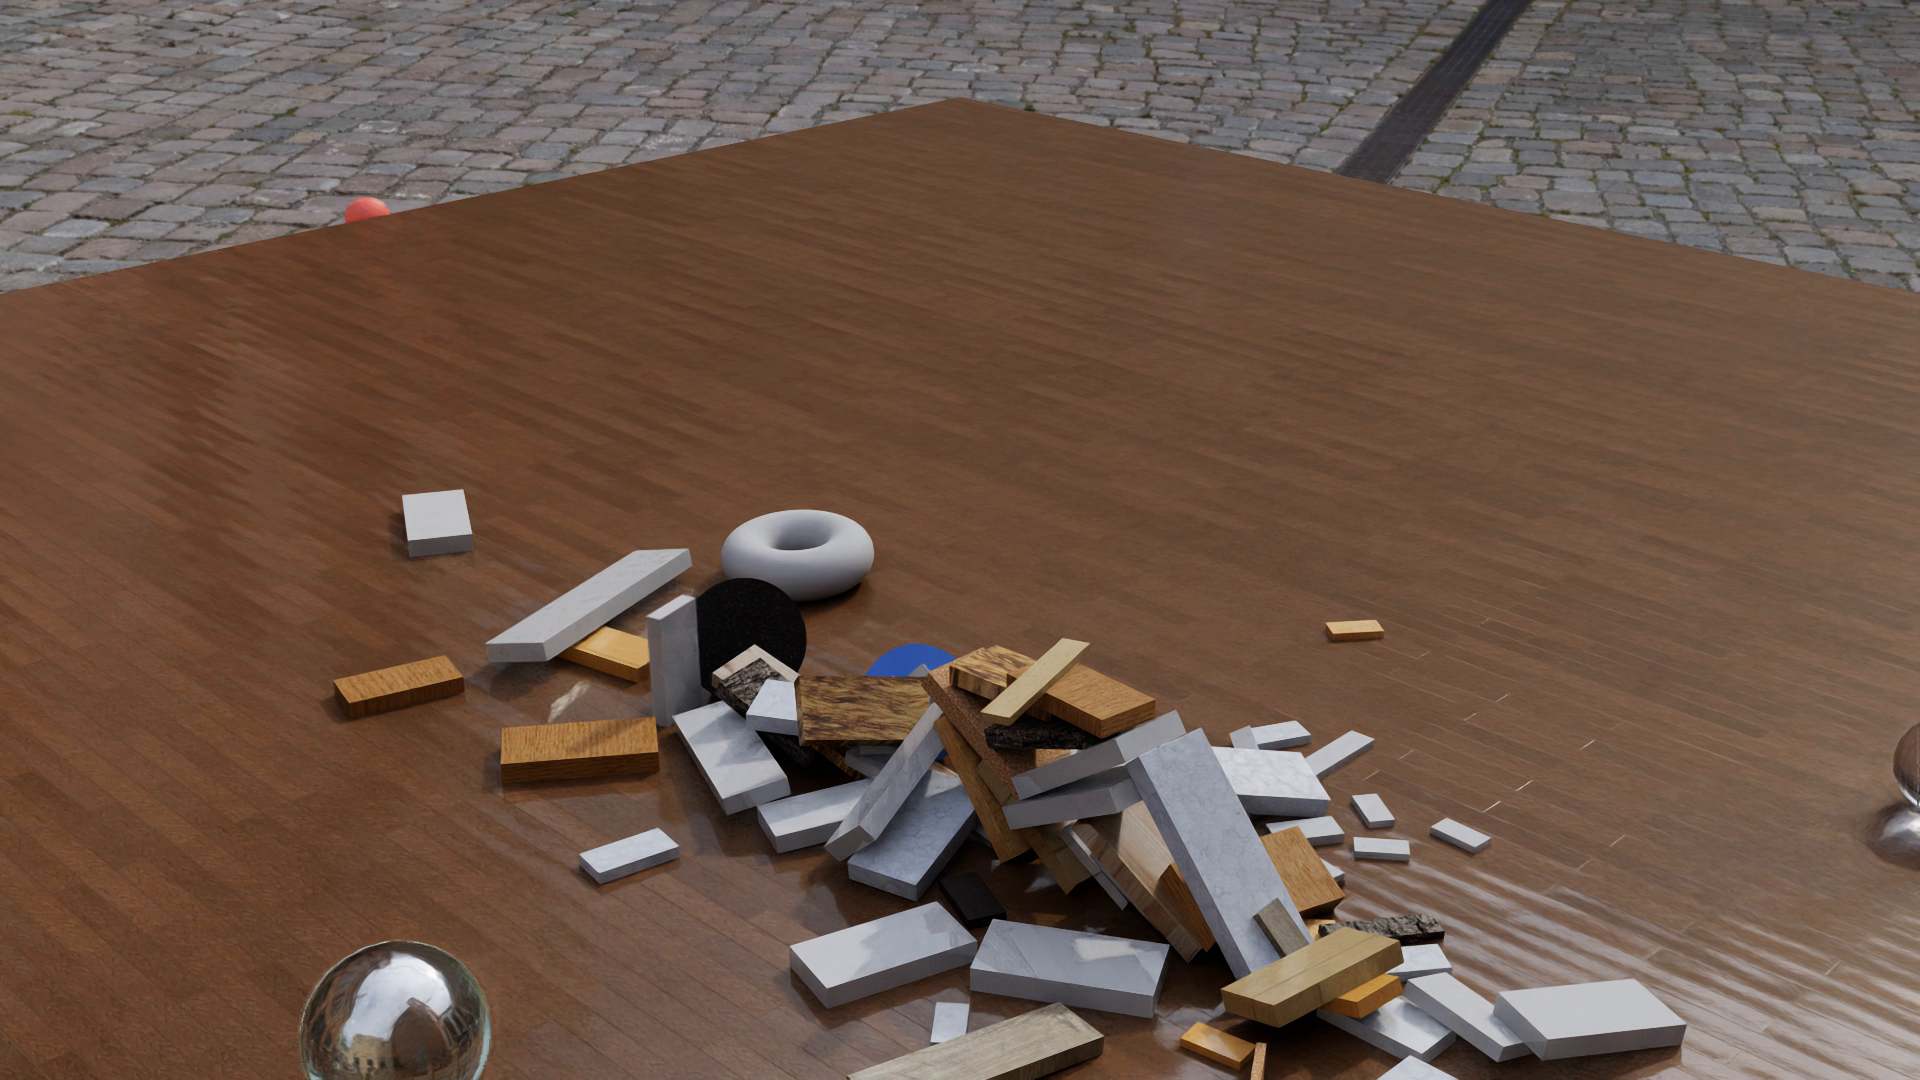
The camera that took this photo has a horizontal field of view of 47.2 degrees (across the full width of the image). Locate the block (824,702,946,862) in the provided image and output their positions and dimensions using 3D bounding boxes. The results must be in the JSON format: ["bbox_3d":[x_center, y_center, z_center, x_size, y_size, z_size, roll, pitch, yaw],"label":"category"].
[{"bbox_3d":[-0.109,0.452,4.329,0.151,0.043,0.417,-38,11,51],"label":"block"}]

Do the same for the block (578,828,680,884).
[{"bbox_3d":[-0.643,0.614,4.282,0.173,0.024,0.086,-15,27,-32],"label":"block"}]

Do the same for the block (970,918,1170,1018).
[{"bbox_3d":[0.196,0.760,3.911,0.327,0.046,0.163,6,24,14],"label":"block"}]

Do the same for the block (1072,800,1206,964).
[{"bbox_3d":[0.373,0.610,4.056,0.163,0.046,0.327,-23,63,-42],"label":"block"}]

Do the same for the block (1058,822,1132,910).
[{"bbox_3d":[0.285,0.607,4.181,0.095,0.027,0.191,-21,60,-40],"label":"block"}]

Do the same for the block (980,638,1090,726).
[{"bbox_3d":[0.143,0.260,4.081,0.058,0.016,0.362,9,23,25],"label":"block"}]

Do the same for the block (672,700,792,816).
[{"bbox_3d":[-0.481,0.447,4.594,0.137,0.039,0.437,-17,23,-15],"label":"block"}]

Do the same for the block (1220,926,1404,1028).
[{"bbox_3d":[0.608,0.750,3.787,0.288,0.041,0.144,-19,10,-29],"label":"block"}]

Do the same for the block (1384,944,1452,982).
[{"bbox_3d":[0.795,0.760,3.942,0.152,0.022,0.076,-3,23,-8],"label":"block"}]

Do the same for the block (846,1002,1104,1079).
[{"bbox_3d":[0.029,0.866,3.630,0.438,0.035,0.123,-11,25,-35],"label":"block"}]

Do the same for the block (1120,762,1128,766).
[{"bbox_3d":[0.235,0.455,4.499,0.325,0.046,0.162,7,24,13],"label":"block"}]

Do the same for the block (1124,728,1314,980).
[{"bbox_3d":[0.469,0.570,3.933,0.162,0.453,0.046,-19,-13,-37],"label":"block"}]

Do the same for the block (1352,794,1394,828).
[{"bbox_3d":[0.836,0.548,4.450,0.053,0.015,0.106,-4,23,-9],"label":"block"}]

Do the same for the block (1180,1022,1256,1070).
[{"bbox_3d":[0.437,0.856,3.722,0.115,0.016,0.058,16,28,33],"label":"block"}]

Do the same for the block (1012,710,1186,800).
[{"bbox_3d":[0.253,0.399,4.067,0.162,0.046,0.323,-20,-5,-39],"label":"block"}]

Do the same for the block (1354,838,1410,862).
[{"bbox_3d":[0.826,0.606,4.313,0.106,0.015,0.053,3,23,7],"label":"block"}]

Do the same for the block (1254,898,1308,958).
[{"bbox_3d":[0.574,0.698,3.890,0.059,0.118,0.017,-30,-6,-38],"label":"block"}]

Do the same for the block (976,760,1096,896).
[{"bbox_3d":[0.179,0.526,4.255,0.152,0.043,0.304,-21,65,-40],"label":"block"}]

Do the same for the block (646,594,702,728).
[{"bbox_3d":[-0.624,0.264,4.807,0.037,0.258,0.129,12,26,27],"label":"block"}]

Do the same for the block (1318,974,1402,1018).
[{"bbox_3d":[0.648,0.775,3.803,0.107,0.030,0.213,-20,11,-34],"label":"block"}]

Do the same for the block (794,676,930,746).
[{"bbox_3d":[-0.196,0.348,4.477,0.274,0.039,0.137,2,66,-21],"label":"block"}]

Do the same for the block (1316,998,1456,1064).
[{"bbox_3d":[0.731,0.826,3.775,0.213,0.030,0.107,21,31,40],"label":"block"}]

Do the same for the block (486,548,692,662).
[{"bbox_3d":[-0.879,0.151,5.276,0.162,0.046,0.647,-2,18,26],"label":"block"}]

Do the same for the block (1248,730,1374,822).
[{"bbox_3d":[0.664,0.510,4.537,0.059,0.017,0.591,20,30,39],"label":"block"}]

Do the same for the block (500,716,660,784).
[{"bbox_3d":[-0.804,0.443,4.657,0.324,0.046,0.162,-4,23,-9],"label":"block"}]

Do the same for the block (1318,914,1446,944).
[{"bbox_3d":[0.772,0.717,4.026,0.227,0.017,0.058,-2,25,-17],"label":"block"}]

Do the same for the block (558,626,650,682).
[{"bbox_3d":[-0.803,0.259,5.103,0.258,0.037,0.129,14,27,30],"label":"block"}]

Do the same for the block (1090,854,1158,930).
[{"bbox_3d":[0.341,0.635,4.115,0.095,0.027,0.191,-23,61,-42],"label":"block"}]

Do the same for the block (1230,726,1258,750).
[{"bbox_3d":[0.607,0.435,4.683,0.048,0.014,0.095,-22,29,6],"label":"block"}]

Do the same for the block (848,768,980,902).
[{"bbox_3d":[-0.075,0.569,4.277,0.151,0.043,0.301,14,39,25],"label":"block"}]

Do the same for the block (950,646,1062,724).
[{"bbox_3d":[0.121,0.275,4.223,0.265,0.038,0.133,19,28,41],"label":"block"}]

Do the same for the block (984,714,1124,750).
[{"bbox_3d":[0.183,0.354,4.140,0.133,0.038,0.265,-20,9,-39],"label":"block"}]

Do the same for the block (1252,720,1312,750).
[{"bbox_3d":[0.677,0.424,4.737,0.140,0.020,0.070,-8,24,-18],"label":"block"}]

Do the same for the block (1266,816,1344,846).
[{"bbox_3d":[0.684,0.581,4.365,0.140,0.020,0.070,-5,24,-12],"label":"block"}]

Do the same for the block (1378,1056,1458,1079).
[{"bbox_3d":[0.797,0.932,3.512,0.144,0.041,0.288,-21,31,-41],"label":"block"}]

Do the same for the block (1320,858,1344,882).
[{"bbox_3d":[0.676,0.625,4.235,0.048,0.014,0.133,-16,28,-33],"label":"block"}]
